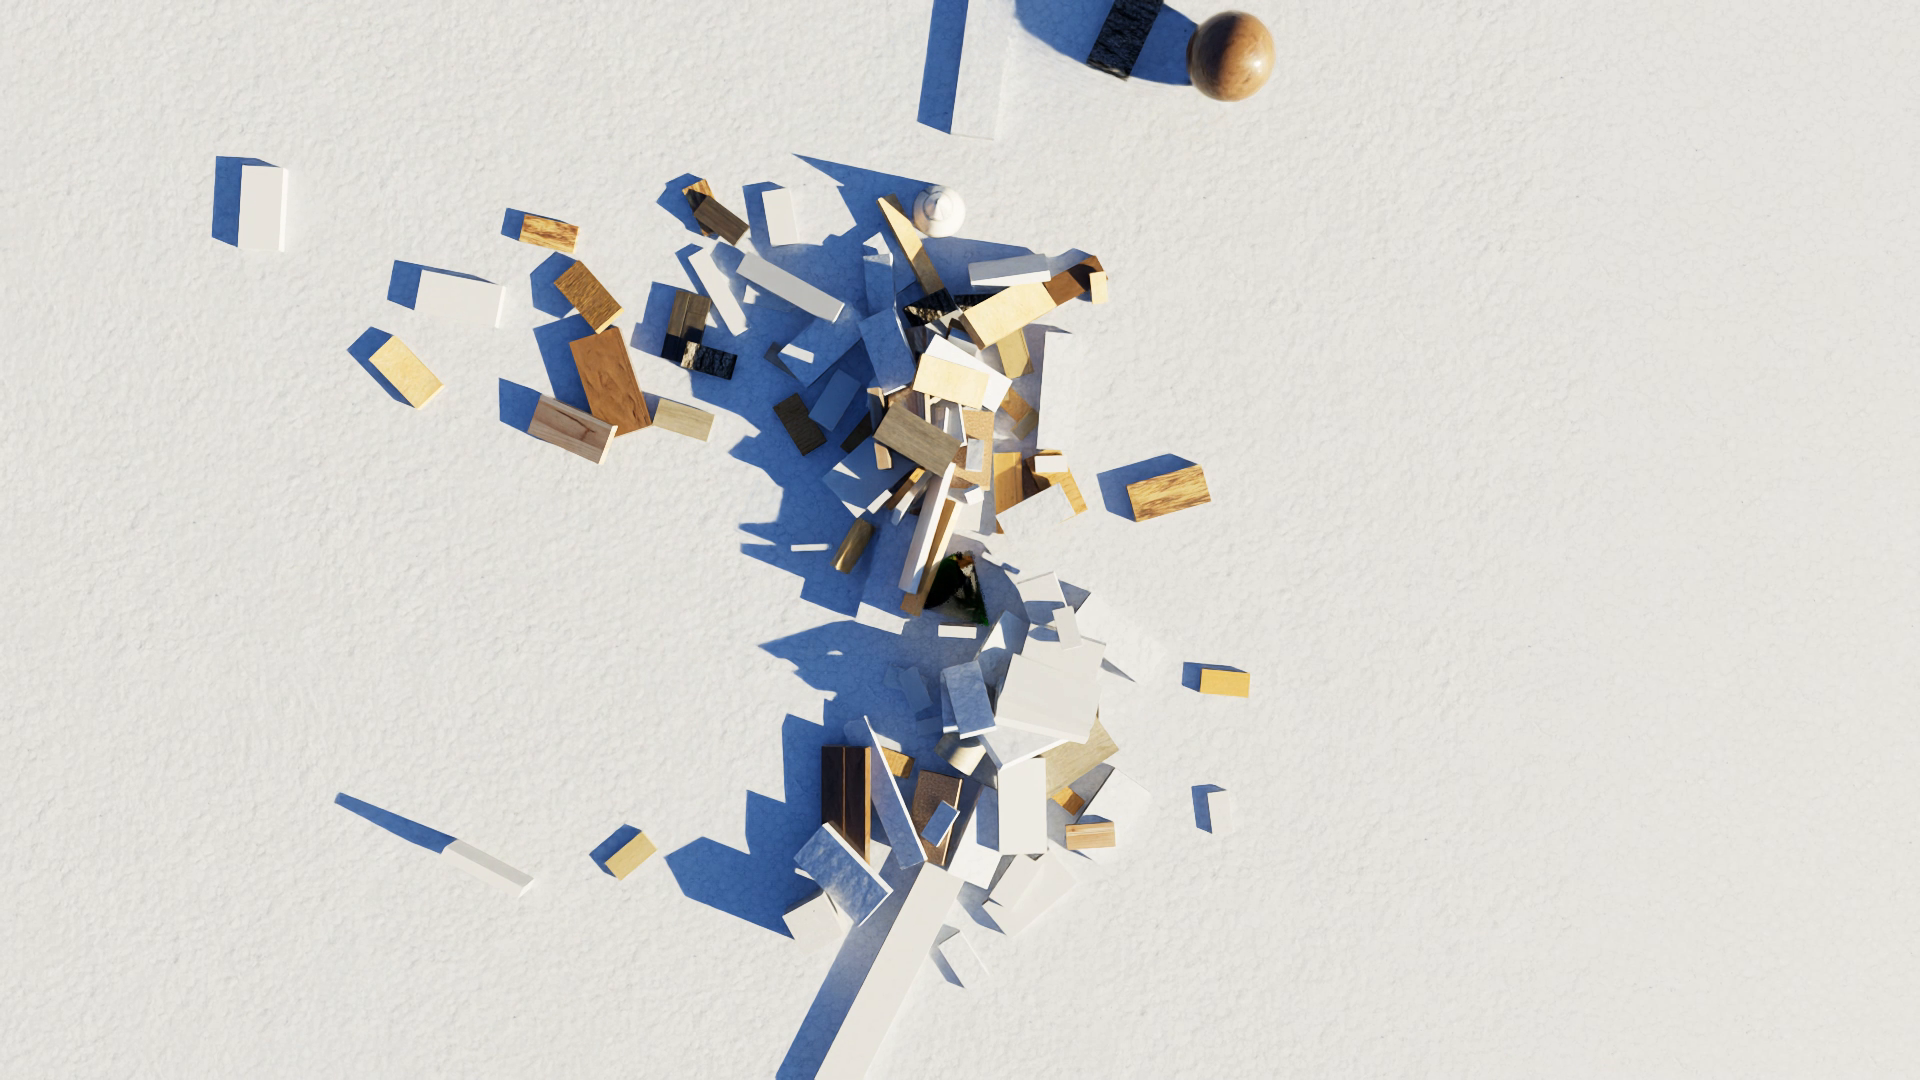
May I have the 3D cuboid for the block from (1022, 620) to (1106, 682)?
[{"bbox_3d":[0.339,0.365,5.418,0.256,0.036,0.128,16,104,2],"label":"block"}]

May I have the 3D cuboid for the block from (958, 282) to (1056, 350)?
[{"bbox_3d":[0.157,-0.744,5.370,0.368,0.037,0.129,-34,90,-39],"label":"block"}]

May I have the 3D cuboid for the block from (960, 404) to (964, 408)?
[{"bbox_3d":[-0.052,-0.541,5.493,0.047,0.013,0.235,-23,90,0],"label":"block"}]

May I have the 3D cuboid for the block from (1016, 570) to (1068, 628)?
[{"bbox_3d":[0.307,0.283,5.440,0.128,0.036,0.347,-18,101,10],"label":"block"}]

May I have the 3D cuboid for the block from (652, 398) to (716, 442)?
[{"bbox_3d":[-0.918,-0.399,5.487,0.189,0.027,0.095,17,90,0],"label":"block"}]

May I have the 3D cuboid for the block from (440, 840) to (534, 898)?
[{"bbox_3d":[-1.555,1.081,5.428,0.287,0.144,0.041,28,90,0],"label":"block"}]

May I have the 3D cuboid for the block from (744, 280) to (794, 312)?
[{"bbox_3d":[-0.632,-0.814,5.489,0.161,0.023,0.081,12,90,0],"label":"block"}]

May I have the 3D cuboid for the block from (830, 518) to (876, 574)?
[{"bbox_3d":[-0.353,0.020,5.454,0.026,0.091,0.182,31,90,30],"label":"block"}]

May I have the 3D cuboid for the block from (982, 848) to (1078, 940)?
[{"bbox_3d":[0.232,1.174,5.479,0.292,0.041,0.146,-40,90,0],"label":"block"}]

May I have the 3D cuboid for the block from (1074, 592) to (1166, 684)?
[{"bbox_3d":[0.516,0.326,5.479,0.313,0.041,0.146,37,90,0],"label":"block"}]

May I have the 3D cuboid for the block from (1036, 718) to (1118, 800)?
[{"bbox_3d":[0.364,0.716,5.461,0.293,0.042,0.147,-35,90,0],"label":"block"}]

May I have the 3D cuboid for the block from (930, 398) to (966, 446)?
[{"bbox_3d":[-0.040,-0.392,5.399,0.095,0.027,0.191,-13,73,15],"label":"block"}]

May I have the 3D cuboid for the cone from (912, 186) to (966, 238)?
[{"bbox_3d":[-0.071,-1.095,5.411,0.178,0.178,0.178,0,90,0],"label":"cone"}]

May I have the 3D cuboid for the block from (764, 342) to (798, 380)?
[{"bbox_3d":[-0.582,-0.598,5.491,0.131,0.019,0.066,34,90,0],"label":"block"}]

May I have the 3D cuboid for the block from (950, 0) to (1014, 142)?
[{"bbox_3d":[0.116,-1.875,5.479,0.147,0.042,1.080,8,90,0],"label":"block"}]

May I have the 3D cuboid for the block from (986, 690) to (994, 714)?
[{"bbox_3d":[0.104,0.554,5.485,0.049,0.014,0.097,-43,80,0],"label":"block"}]

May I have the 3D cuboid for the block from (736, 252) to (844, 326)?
[{"bbox_3d":[-0.560,-0.831,5.443,0.375,0.023,0.081,30,89,9],"label":"block"}]

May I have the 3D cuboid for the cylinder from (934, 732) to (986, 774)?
[{"bbox_3d":[0.016,0.670,5.426,0.148,0.148,0.148,35,90,0],"label":"cylinder"}]

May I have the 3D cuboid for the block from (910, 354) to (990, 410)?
[{"bbox_3d":[-0.031,-0.511,5.328,0.236,0.033,0.118,15,90,-17],"label":"block"}]

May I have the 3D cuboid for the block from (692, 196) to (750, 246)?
[{"bbox_3d":[-0.790,-1.057,5.464,0.170,0.024,0.085,37,90,0],"label":"block"}]

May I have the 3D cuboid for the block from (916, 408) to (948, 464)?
[{"bbox_3d":[-0.093,-0.341,5.366,0.092,0.026,0.184,0,72,19],"label":"block"}]

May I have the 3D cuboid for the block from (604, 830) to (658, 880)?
[{"bbox_3d":[-1.093,1.051,5.489,0.160,0.023,0.080,-40,90,0],"label":"block"}]

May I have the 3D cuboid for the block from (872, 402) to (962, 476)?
[{"bbox_3d":[-0.138,-0.322,5.269,0.259,0.037,0.130,30,91,-14],"label":"block"}]

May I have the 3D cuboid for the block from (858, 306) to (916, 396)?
[{"bbox_3d":[-0.229,-0.615,5.372,0.129,0.037,0.258,-23,79,16],"label":"block"}]

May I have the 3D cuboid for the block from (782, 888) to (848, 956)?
[{"bbox_3d":[-0.475,1.251,5.426,0.149,0.149,0.149,-29,90,0],"label":"block"}]

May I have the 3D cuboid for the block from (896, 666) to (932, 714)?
[{"bbox_3d":[-0.151,0.495,5.470,0.071,0.020,0.142,-23,90,0],"label":"block"}]

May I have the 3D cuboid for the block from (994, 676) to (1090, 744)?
[{"bbox_3d":[0.269,0.555,5.387,0.314,0.044,0.157,14,52,-8],"label":"block"}]

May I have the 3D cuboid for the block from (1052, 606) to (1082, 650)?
[{"bbox_3d":[0.350,0.288,5.379,0.067,0.019,0.134,-13,79,-4],"label":"block"}]

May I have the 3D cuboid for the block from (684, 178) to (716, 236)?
[{"bbox_3d":[-0.847,-1.105,5.488,0.085,0.024,0.170,-25,90,0],"label":"block"}]

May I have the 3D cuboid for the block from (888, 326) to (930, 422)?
[{"bbox_3d":[-0.168,-0.502,5.384,0.130,0.037,0.387,-9,74,21],"label":"block"}]

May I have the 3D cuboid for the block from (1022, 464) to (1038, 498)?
[{"bbox_3d":[0.229,-0.199,5.493,0.052,0.015,0.104,-17,90,0],"label":"block"}]

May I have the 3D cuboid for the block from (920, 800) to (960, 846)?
[{"bbox_3d":[-0.065,0.930,5.409,0.067,0.019,0.134,33,93,18],"label":"block"}]

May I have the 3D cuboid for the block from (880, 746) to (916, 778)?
[{"bbox_3d":[-0.227,0.738,5.490,0.142,0.020,0.071,20,90,0],"label":"block"}]

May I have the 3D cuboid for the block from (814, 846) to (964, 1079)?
[{"bbox_3d":[-0.231,1.450,5.480,0.144,0.041,0.943,27,90,0],"label":"block"}]

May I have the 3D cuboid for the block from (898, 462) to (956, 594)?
[{"bbox_3d":[-0.110,-0.045,5.378,0.027,0.095,0.442,16,91,-25],"label":"block"}]

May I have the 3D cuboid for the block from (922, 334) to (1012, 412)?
[{"bbox_3d":[0.014,-0.542,5.374,0.302,0.033,0.118,30,86,-17],"label":"block"}]

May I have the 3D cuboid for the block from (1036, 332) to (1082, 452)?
[{"bbox_3d":[0.328,-0.491,5.463,0.120,0.034,0.387,5,84,0],"label":"block"}]

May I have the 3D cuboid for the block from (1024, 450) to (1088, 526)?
[{"bbox_3d":[0.319,-0.183,5.474,0.120,0.034,0.239,-25,90,-8],"label":"block"}]

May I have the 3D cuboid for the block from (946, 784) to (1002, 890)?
[{"bbox_3d":[0.082,0.977,5.443,0.147,0.042,0.311,25,86,-11],"label":"block"}]

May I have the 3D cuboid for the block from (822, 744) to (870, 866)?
[{"bbox_3d":[-0.378,0.906,5.451,0.156,0.044,0.449,0,91,17],"label":"block"}]

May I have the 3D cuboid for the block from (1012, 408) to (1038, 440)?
[{"bbox_3d":[0.222,-0.385,5.481,0.104,0.015,0.052,-46,118,0],"label":"block"}]

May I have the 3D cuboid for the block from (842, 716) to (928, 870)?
[{"bbox_3d":[-0.250,0.833,5.446,0.090,0.025,0.510,-25,83,17],"label":"block"}]

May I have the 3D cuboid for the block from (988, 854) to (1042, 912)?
[{"bbox_3d":[0.182,1.126,5.446,0.090,0.025,0.179,34,90,0],"label":"block"}]

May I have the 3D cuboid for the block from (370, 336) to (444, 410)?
[{"bbox_3d":[-1.838,-0.556,5.484,0.115,0.033,0.230,-44,90,0],"label":"block"}]

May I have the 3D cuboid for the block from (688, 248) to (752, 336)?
[{"bbox_3d":[-0.800,-0.824,5.491,0.066,0.019,0.303,-30,90,0],"label":"block"}]

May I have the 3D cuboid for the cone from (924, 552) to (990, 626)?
[{"bbox_3d":[0.023,0.209,5.446,0.242,0.242,0.242,-44,117,0],"label":"cone"}]

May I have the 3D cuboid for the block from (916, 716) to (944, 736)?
[{"bbox_3d":[-0.097,0.618,5.493,0.097,0.014,0.049,-13,90,0],"label":"block"}]

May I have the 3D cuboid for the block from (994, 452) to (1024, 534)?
[{"bbox_3d":[0.164,-0.155,5.478,0.092,0.026,0.268,-2,92,7],"label":"block"}]

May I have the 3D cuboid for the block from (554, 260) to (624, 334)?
[{"bbox_3d":[-1.228,-0.805,5.459,0.115,0.033,0.230,-42,78,0],"label":"block"}]

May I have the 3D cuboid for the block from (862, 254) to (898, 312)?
[{"bbox_3d":[-0.264,-0.851,5.463,0.093,0.026,0.185,-3,98,14],"label":"block"}]

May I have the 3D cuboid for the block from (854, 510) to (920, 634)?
[{"bbox_3d":[-0.216,0.102,5.454,0.157,0.044,0.391,16,90,0],"label":"block"}]

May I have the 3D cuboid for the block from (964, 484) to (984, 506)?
[{"bbox_3d":[0.045,-0.148,5.374,0.053,0.106,0.015,-24,68,0],"label":"block"}]

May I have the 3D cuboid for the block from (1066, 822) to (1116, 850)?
[{"bbox_3d":[0.431,0.977,5.447,0.160,0.023,0.080,-4,90,0],"label":"block"}]

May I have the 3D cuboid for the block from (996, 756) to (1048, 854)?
[{"bbox_3d":[0.202,0.870,5.413,0.156,0.044,0.311,-1,91,-5],"label":"block"}]

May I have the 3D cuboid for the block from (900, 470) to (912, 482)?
[{"bbox_3d":[-0.179,-0.240,5.479,0.047,0.013,0.094,13,90,-43],"label":"block"}]

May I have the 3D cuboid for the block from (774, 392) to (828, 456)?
[{"bbox_3d":[-0.532,-0.385,5.487,0.094,0.027,0.189,-32,90,0],"label":"block"}]

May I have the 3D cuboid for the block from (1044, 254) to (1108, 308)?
[{"bbox_3d":[0.385,-0.861,5.487,0.196,0.026,0.093,-28,90,0],"label":"block"}]

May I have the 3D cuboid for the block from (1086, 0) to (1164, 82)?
[{"bbox_3d":[0.550,-1.692,5.479,0.147,0.042,0.294,25,90,0],"label":"block"}]

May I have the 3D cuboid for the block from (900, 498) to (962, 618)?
[{"bbox_3d":[-0.094,0.054,5.383,0.026,0.091,0.392,20,91,-33],"label":"block"}]
